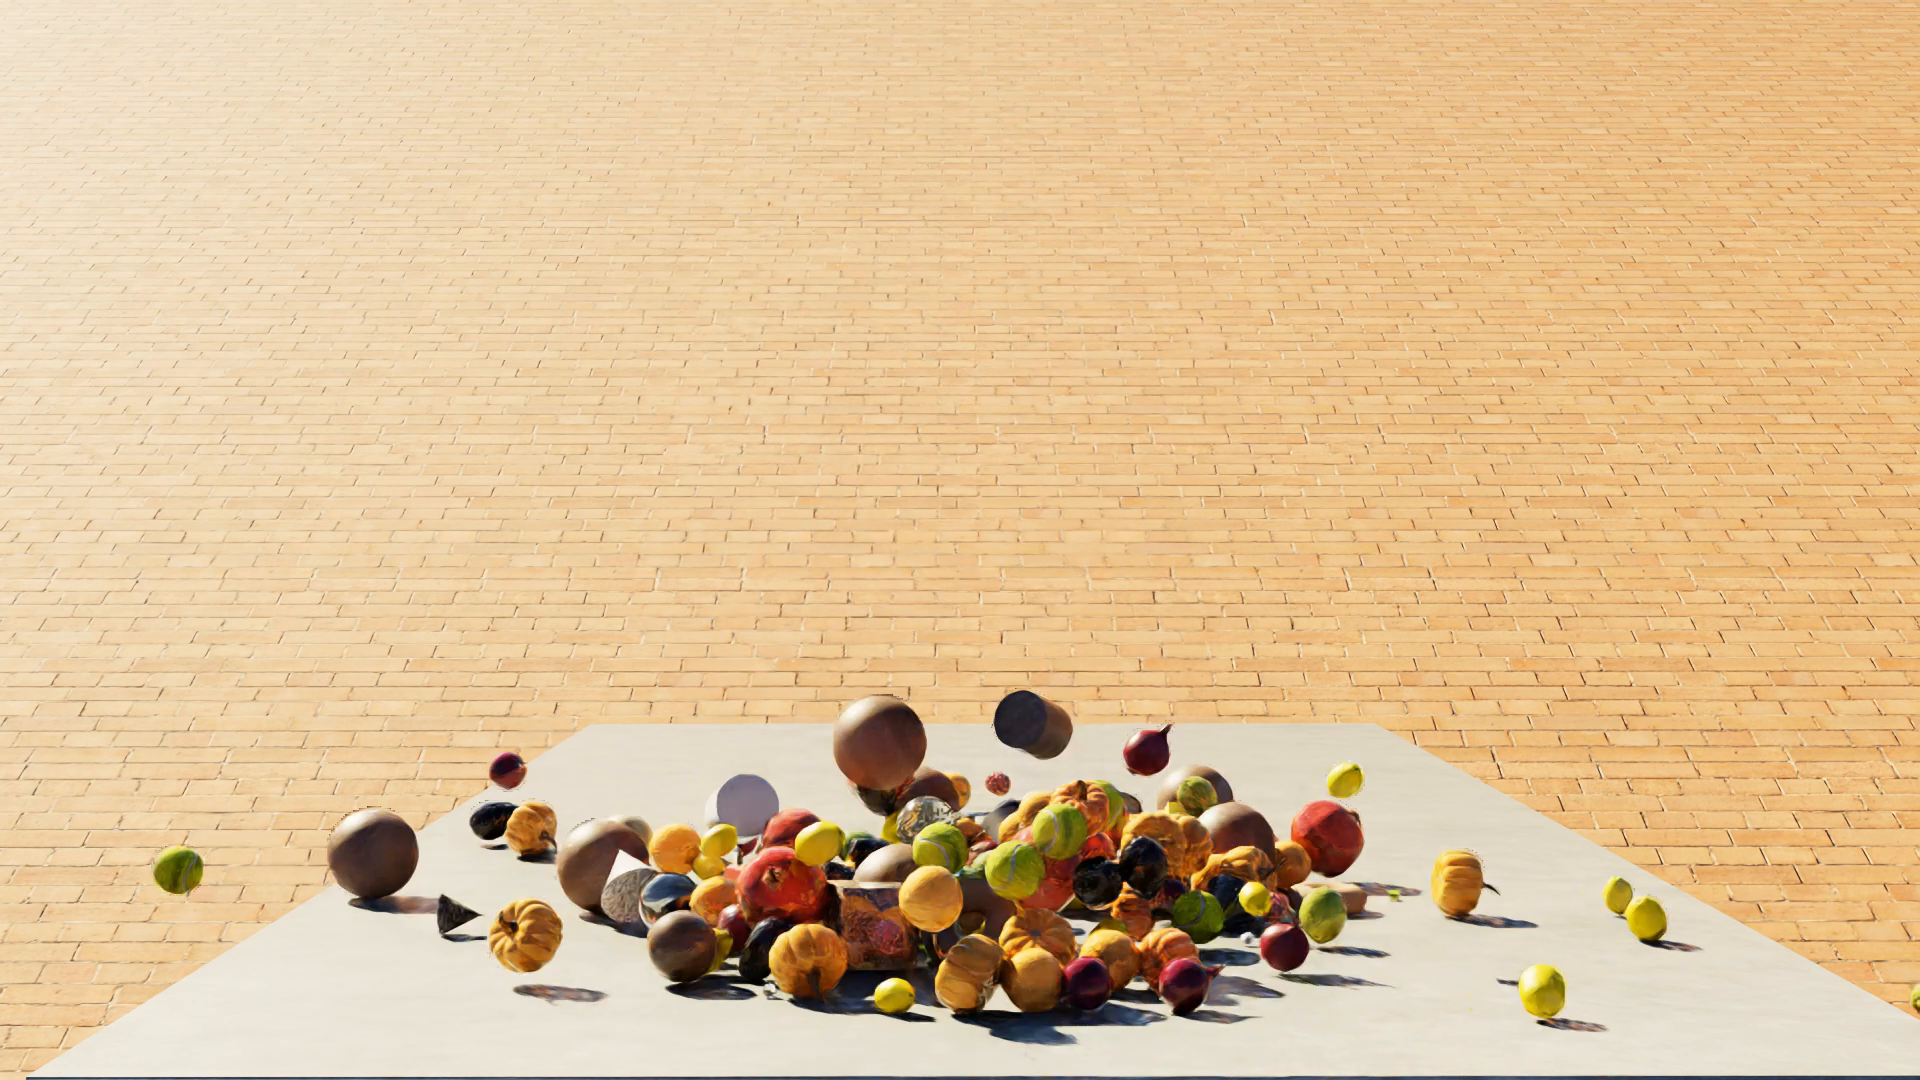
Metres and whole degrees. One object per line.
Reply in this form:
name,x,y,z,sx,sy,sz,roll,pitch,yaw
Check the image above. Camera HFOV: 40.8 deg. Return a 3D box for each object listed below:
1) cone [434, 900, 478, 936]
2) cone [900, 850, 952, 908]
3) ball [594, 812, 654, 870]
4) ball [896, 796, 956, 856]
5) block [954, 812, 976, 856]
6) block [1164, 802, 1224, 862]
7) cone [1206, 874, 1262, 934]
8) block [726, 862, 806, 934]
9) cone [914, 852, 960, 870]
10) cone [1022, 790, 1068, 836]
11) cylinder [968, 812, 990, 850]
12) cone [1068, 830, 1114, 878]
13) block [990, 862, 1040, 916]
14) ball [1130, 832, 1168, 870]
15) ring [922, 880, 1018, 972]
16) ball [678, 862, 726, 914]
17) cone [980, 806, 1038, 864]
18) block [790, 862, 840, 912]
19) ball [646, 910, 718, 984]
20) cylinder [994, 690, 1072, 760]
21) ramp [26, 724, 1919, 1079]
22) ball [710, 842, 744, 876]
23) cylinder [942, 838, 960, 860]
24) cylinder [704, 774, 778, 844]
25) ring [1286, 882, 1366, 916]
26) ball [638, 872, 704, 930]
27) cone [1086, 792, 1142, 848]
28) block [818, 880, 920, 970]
cone,-0.660,0.497,3.422,0.053,0.053,0.053,-17,19,25
cone,-0.030,0.462,3.593,0.078,0.078,0.078,16,56,28
ball,-0.518,0.468,3.986,0.092,0.092,0.092,0,27,0
ball,-0.049,0.424,3.825,0.090,0.090,0.090,0,27,0
block,-0.018,0.478,4.186,0.063,0.063,0.063,-1,1,-27
block,0.367,0.460,4.071,0.083,0.083,0.083,0,-16,-1
cone,0.349,0.504,3.455,0.081,0.081,0.081,15,35,26
block,-0.262,0.482,3.485,0.080,0.080,0.080,-1,1,-34
cone,-0.031,0.484,3.879,0.062,0.062,0.062,0,27,13
cone,0.126,0.487,4.412,0.086,0.086,0.086,13,33,24
cylinder,0.042,0.478,4.244,0.060,0.060,0.060,0,24,28
cone,0.191,0.496,3.957,0.075,0.075,0.075,8,29,16
block,0.074,0.476,3.504,0.060,0.060,0.060,-5,6,-2
ball,0.293,0.484,4.014,0.058,0.058,0.058,0,27,0
ring,0.012,0.466,3.126,0.121,0.040,0.121,-7,57,11
ball,-0.363,0.484,3.589,0.073,0.073,0.073,0,27,0
cone,0.081,0.489,4.106,0.093,0.093,0.093,-2,27,-3
block,-0.210,0.488,3.642,0.060,0.060,0.060,-1,0,25
ball,-0.331,0.484,3.070,0.086,0.086,0.086,0,27,0
cylinder,0.121,0.305,4.254,0.096,0.096,0.096,19,-6,33
ramp,0.061,0.553,4.590,2.000,0.100,4.000,0,1,0
ball,-0.354,0.484,3.923,0.050,0.050,0.050,0,27,0
cylinder,-0.037,0.482,4.013,0.052,0.052,0.052,-23,10,-38
cylinder,-0.334,0.411,3.946,0.097,0.097,0.097,-9,-10,-18
ring,0.513,0.501,3.609,0.111,0.037,0.111,1,0,0
ball,-0.381,0.481,3.402,0.086,0.086,0.086,0,27,0
cone,0.261,0.486,4.302,0.097,0.097,0.097,0,28,-1
block,-0.112,0.472,3.167,0.099,0.099,0.099,4,-3,-18
